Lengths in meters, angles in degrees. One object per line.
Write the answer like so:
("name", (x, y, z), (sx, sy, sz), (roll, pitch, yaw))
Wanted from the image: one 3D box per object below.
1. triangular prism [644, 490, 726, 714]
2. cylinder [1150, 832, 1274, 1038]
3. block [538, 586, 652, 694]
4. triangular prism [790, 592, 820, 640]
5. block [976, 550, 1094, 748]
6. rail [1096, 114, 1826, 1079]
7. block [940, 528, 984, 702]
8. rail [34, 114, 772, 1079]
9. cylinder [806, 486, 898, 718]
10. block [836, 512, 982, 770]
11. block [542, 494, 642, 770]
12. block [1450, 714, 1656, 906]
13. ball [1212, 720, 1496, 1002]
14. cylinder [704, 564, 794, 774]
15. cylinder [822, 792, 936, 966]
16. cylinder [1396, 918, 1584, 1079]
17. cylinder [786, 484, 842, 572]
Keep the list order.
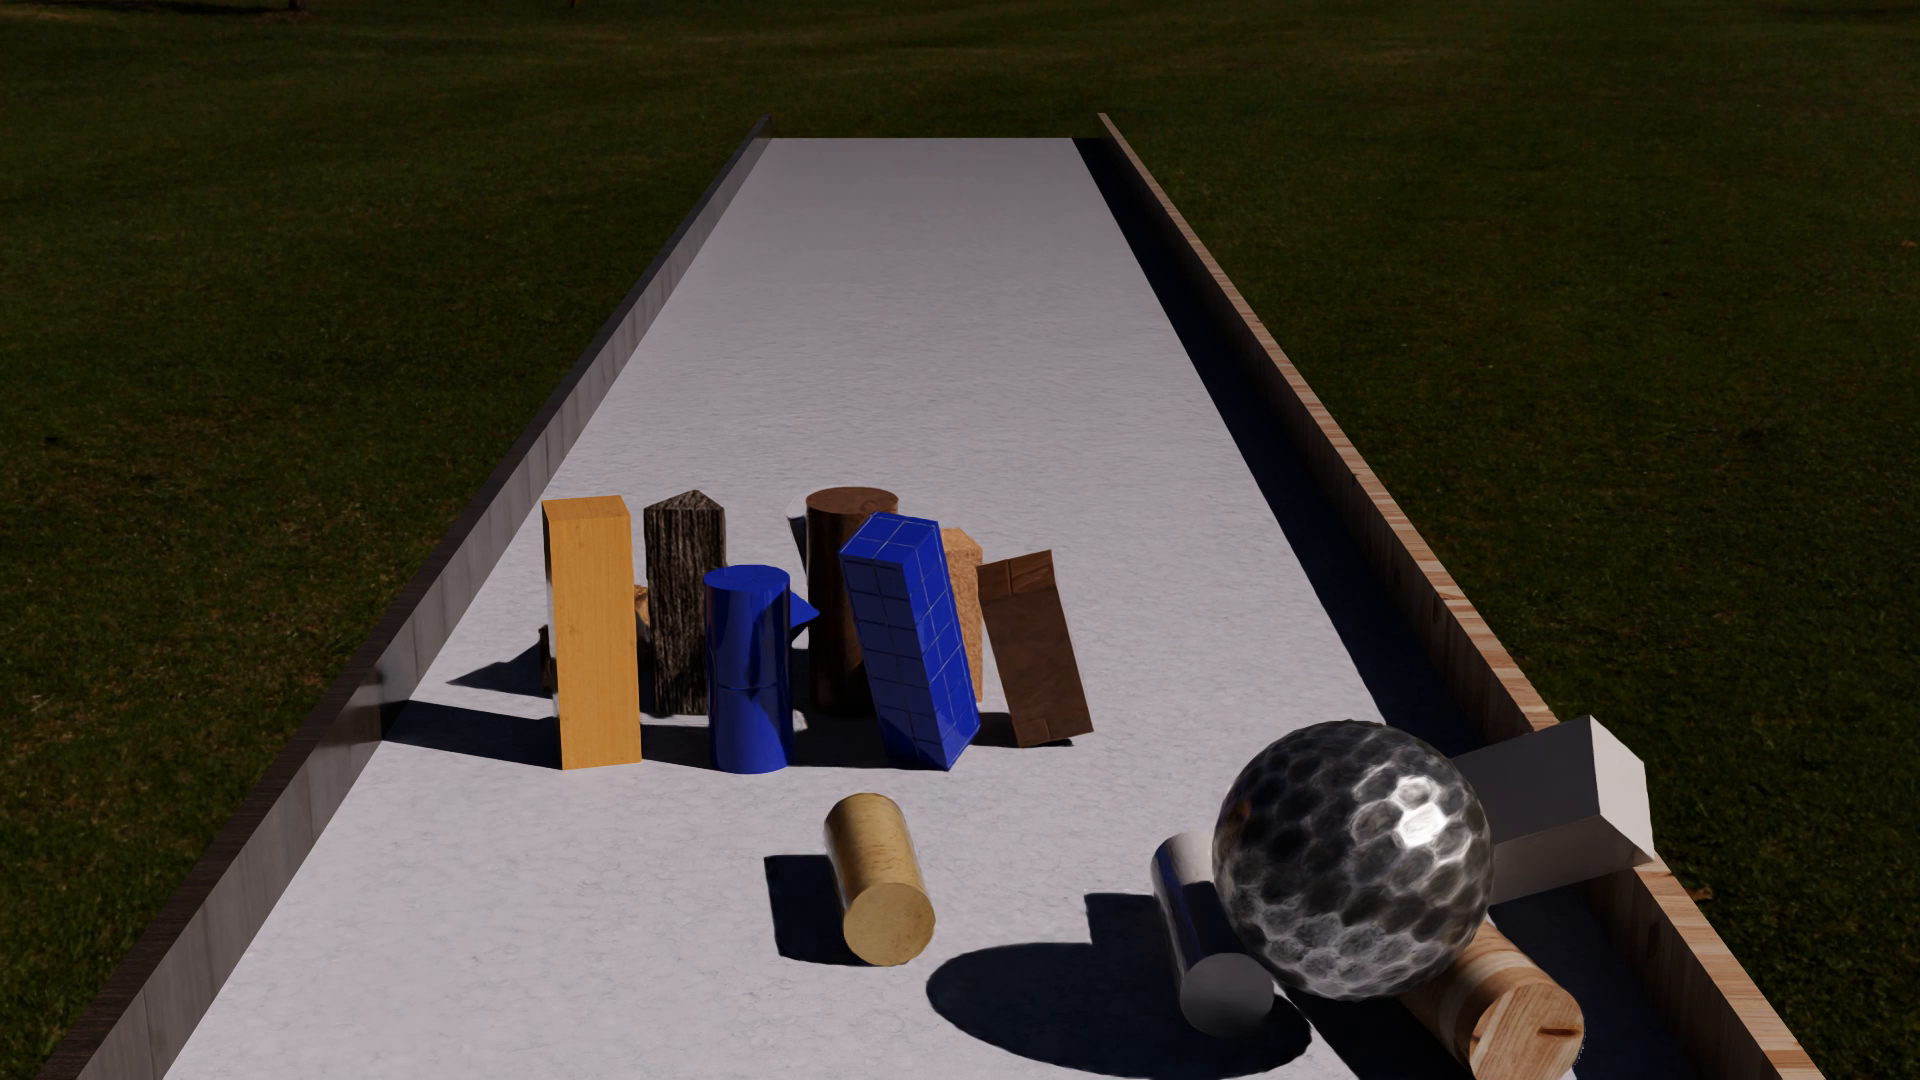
("triangular prism", (-0.498, 0.116, 4.125), (0.147, 0.402, 0.128), (0, 18, 3))
("cylinder", (0.355, 0.555, 3.137), (0.128, 0.128, 0.391), (0, 17, -1))
("block", (-0.699, 0.196, 4.344), (0.128, 0.128, 0.306), (5, 17, 16))
("triangular prism", (-0.401, 0.157, 4.158), (0.145, 0.125, 0.305), (-24, -9, -28))
("block", (0.135, 0.196, 3.953), (0.137, 0.308, 0.137), (-13, 25, 5))
("rail", (0.932, -0.844, 7.801), (0.050, 0.150, 12.000), (0, 17, -1))
("block", (-0.049, 0.149, 4.191), (0.146, 0.305, 0.146), (-5, 17, -17))
("rail", (-1.118, -0.838, 7.780), (0.050, 0.150, 12.000), (0, 17, -1))
("cylinder", (-0.200, 0.116, 4.126), (0.172, 0.400, 0.172), (0, 18, 0))
("block", (-0.084, 0.178, 3.809), (0.126, 0.450, 0.126), (9, 39, 28))
("block", (-0.650, 0.162, 3.882), (0.139, 0.455, 0.139), (-5, 17, -15))
("block", (0.808, 0.408, 3.211), (0.345, 0.161, 0.161), (-24, 45, 35))
("ball", (0.509, 0.415, 2.856), (0.363, 0.363, 0.363), (0, 17, 0))
("cylinder", (-0.371, 0.227, 3.870), (0.150, 0.338, 0.150), (0, 17, 0))
("cylinder", (-0.125, 0.504, 3.300), (0.133, 0.133, 0.326), (-2, 17, -8))
("cylinder", (0.669, 0.583, 2.981), (0.163, 0.163, 0.396), (-4, 17, -15))
("cylinder", (-0.228, 0.077, 4.299), (0.135, 0.356, 0.135), (-11, 31, 7))
